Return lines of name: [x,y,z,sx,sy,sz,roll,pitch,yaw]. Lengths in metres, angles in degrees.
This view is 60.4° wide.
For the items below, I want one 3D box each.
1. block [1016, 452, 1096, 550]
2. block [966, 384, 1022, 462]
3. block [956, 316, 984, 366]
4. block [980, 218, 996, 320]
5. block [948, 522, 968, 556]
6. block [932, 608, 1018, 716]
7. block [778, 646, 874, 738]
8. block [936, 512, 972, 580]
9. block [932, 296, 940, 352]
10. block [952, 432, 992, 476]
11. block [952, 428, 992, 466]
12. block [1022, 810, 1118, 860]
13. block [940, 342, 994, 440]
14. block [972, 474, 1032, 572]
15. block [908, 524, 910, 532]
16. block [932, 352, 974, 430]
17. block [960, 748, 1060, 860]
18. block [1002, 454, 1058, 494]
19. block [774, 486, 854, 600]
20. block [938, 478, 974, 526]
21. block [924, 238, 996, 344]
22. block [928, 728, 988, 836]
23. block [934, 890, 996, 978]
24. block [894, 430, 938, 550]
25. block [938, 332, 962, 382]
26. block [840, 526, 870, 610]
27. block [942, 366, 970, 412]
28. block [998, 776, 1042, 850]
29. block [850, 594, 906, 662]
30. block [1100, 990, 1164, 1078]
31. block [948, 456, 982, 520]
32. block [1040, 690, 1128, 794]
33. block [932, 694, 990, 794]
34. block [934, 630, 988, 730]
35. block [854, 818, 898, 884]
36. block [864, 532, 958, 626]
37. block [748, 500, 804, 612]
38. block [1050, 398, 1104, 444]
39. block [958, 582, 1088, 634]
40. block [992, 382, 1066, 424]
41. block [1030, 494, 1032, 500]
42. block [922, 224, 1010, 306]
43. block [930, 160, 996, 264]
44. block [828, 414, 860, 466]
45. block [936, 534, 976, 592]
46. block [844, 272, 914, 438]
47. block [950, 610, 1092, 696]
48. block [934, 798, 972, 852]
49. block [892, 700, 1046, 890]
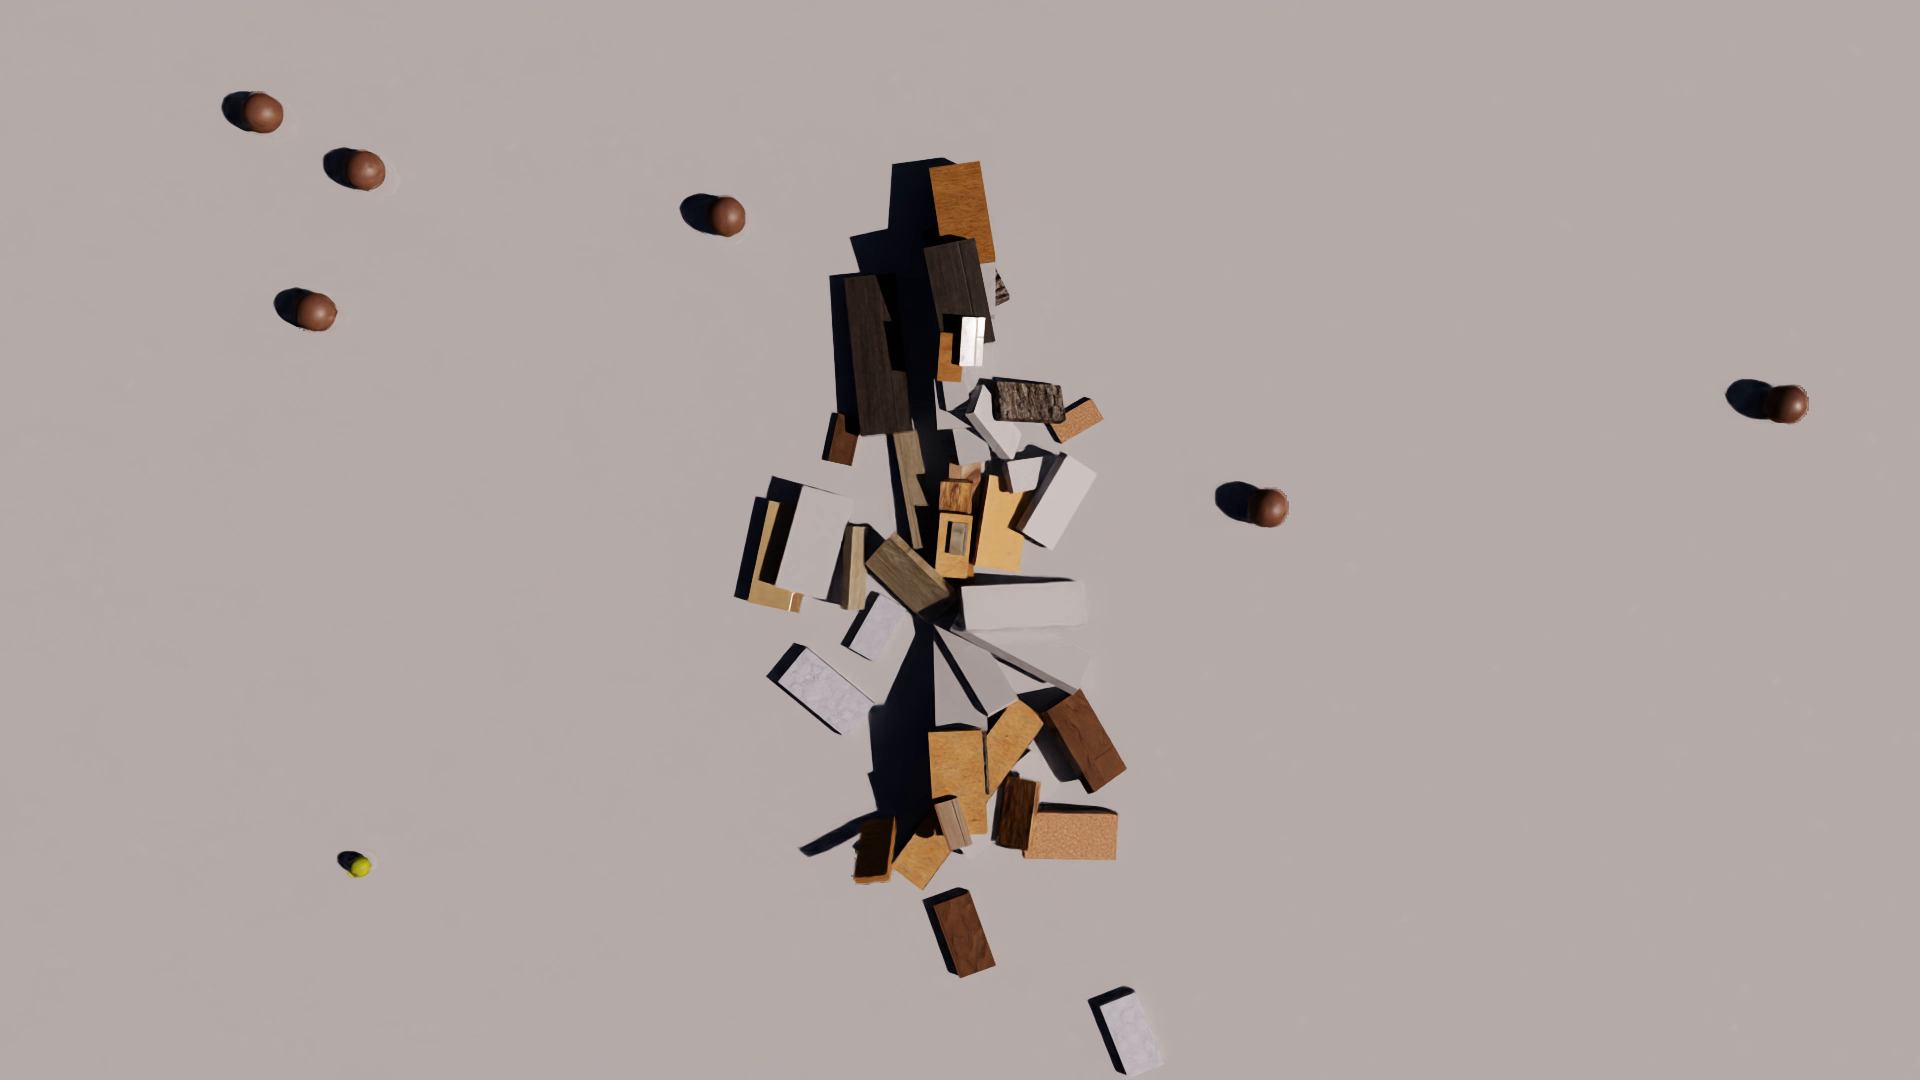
block: [0.318,-0.128,5.441,0.147,0.042,0.293,31,90,-35]
block: [0.110,-0.377,5.382,0.035,0.247,0.123,-10,46,35]
block: [0.035,-0.634,5.270,0.077,0.022,0.155,-2,103,-23]
block: [0.032,-0.889,5.391,0.167,0.047,0.335,1,79,0]
block: [-0.004,-0.004,5.390,0.054,0.015,0.107,6,102,-1]
block: [0.049,0.396,5.399,0.112,0.032,0.364,-28,71,-10]
block: [-0.443,0.506,5.479,0.293,0.042,0.147,40,90,0]
block: [-0.021,0.017,5.417,0.107,0.030,0.213,5,102,-1]
block: [-0.007,-0.686,5.477,0.162,0.046,0.325,-2,90,0]
block: [0.038,-0.310,5.445,0.105,0.030,0.210,-10,104,3]
block: [0.031,-0.355,5.388,0.105,0.030,0.210,-11,88,3]
block: [0.364,0.975,5.451,0.308,0.044,0.154,2,94,-8]
block: [0.022,-0.493,5.437,0.162,0.046,0.325,3,105,0]
block: [0.139,-0.054,5.444,0.151,0.043,0.301,9,90,-16]
block: [-0.140,-0.074,5.492,0.054,0.015,0.107,10,90,0]
block: [-0.020,-0.487,5.362,0.123,0.035,0.251,-4,89,3]
block: [0.133,0.875,5.462,0.386,0.044,0.154,-39,93,-3]
block: [0.246,-0.218,5.434,0.206,0.029,0.103,-10,86,-29]
block: [-0.480,0.009,5.427,0.172,0.049,0.344,16,90,-7]
block: [-0.016,-0.095,5.445,0.107,0.030,0.213,4,113,0]
block: [-0.001,-0.788,5.305,0.167,0.047,0.335,-11,96,2]
block: [-0.006,0.781,5.324,0.167,0.047,0.335,-3,91,9]
block: [0.016,1.311,5.482,0.128,0.036,0.256,-20,90,0]
block: [-0.148,-0.166,5.476,0.081,0.023,0.389,-10,86,-1]
block: [-0.029,-0.587,5.294,0.077,0.022,0.155,4,102,-2]
block: [-0.347,0.093,5.448,0.029,0.103,0.274,3,90,28]
block: [-0.016,-0.499,5.333,0.077,0.022,0.155,-9,88,3]
block: [0.195,0.893,5.399,0.113,0.032,0.225,7,90,33]
block: [-0.273,0.293,5.485,0.103,0.029,0.206,30,90,0]
block: [0.570,1.641,5.482,0.128,0.036,0.257,-22,90,0]
block: [0.014,-0.172,5.452,0.105,0.030,0.210,3,109,0]
block: [0.410,0.664,5.443,0.154,0.044,0.308,-30,90,-30]
block: [0.002,0.671,5.417,0.167,0.047,0.335,-6,73,9]
block: [0.000,0.460,5.418,0.167,0.047,0.335,-2,69,0]
block: [-0.275,1.015,5.395,0.113,0.225,0.032,-9,133,16]
block: [-0.158,0.130,5.439,0.301,0.043,0.151,44,125,0]
block: [-0.582,0.055,5.476,0.172,0.049,0.344,12,90,0]
block: [0.388,-0.396,5.489,0.161,0.023,0.081,-30,90,0]
block: [0.207,0.220,5.405,0.415,0.042,0.147,-2,72,-15]
block: [0.227,-0.450,5.411,0.247,0.035,0.123,0,75,-29]
block: [0.211,-0.189,5.492,0.054,0.015,0.107,-2,90,0]
block: [0.019,-0.905,5.442,0.162,0.046,0.325,-25,80,-5]
block: [0.007,-1.060,5.377,0.167,0.047,0.335,-9,79,-1]
block: [-0.382,-0.332,5.489,0.081,0.023,0.161,12,90,0]
block: [-0.012,0.078,5.461,0.107,0.030,0.213,-7,102,2]
block: [-0.269,-0.612,5.463,0.172,0.049,0.528,-6,87,0]
block: [0.202,0.338,5.425,0.461,0.043,0.151,28,53,-3]
block: [-0.021,0.912,5.295,0.078,0.022,0.157,-18,89,9]
block: [0.031,0.831,5.418,0.128,0.036,0.686,36,84,11]
